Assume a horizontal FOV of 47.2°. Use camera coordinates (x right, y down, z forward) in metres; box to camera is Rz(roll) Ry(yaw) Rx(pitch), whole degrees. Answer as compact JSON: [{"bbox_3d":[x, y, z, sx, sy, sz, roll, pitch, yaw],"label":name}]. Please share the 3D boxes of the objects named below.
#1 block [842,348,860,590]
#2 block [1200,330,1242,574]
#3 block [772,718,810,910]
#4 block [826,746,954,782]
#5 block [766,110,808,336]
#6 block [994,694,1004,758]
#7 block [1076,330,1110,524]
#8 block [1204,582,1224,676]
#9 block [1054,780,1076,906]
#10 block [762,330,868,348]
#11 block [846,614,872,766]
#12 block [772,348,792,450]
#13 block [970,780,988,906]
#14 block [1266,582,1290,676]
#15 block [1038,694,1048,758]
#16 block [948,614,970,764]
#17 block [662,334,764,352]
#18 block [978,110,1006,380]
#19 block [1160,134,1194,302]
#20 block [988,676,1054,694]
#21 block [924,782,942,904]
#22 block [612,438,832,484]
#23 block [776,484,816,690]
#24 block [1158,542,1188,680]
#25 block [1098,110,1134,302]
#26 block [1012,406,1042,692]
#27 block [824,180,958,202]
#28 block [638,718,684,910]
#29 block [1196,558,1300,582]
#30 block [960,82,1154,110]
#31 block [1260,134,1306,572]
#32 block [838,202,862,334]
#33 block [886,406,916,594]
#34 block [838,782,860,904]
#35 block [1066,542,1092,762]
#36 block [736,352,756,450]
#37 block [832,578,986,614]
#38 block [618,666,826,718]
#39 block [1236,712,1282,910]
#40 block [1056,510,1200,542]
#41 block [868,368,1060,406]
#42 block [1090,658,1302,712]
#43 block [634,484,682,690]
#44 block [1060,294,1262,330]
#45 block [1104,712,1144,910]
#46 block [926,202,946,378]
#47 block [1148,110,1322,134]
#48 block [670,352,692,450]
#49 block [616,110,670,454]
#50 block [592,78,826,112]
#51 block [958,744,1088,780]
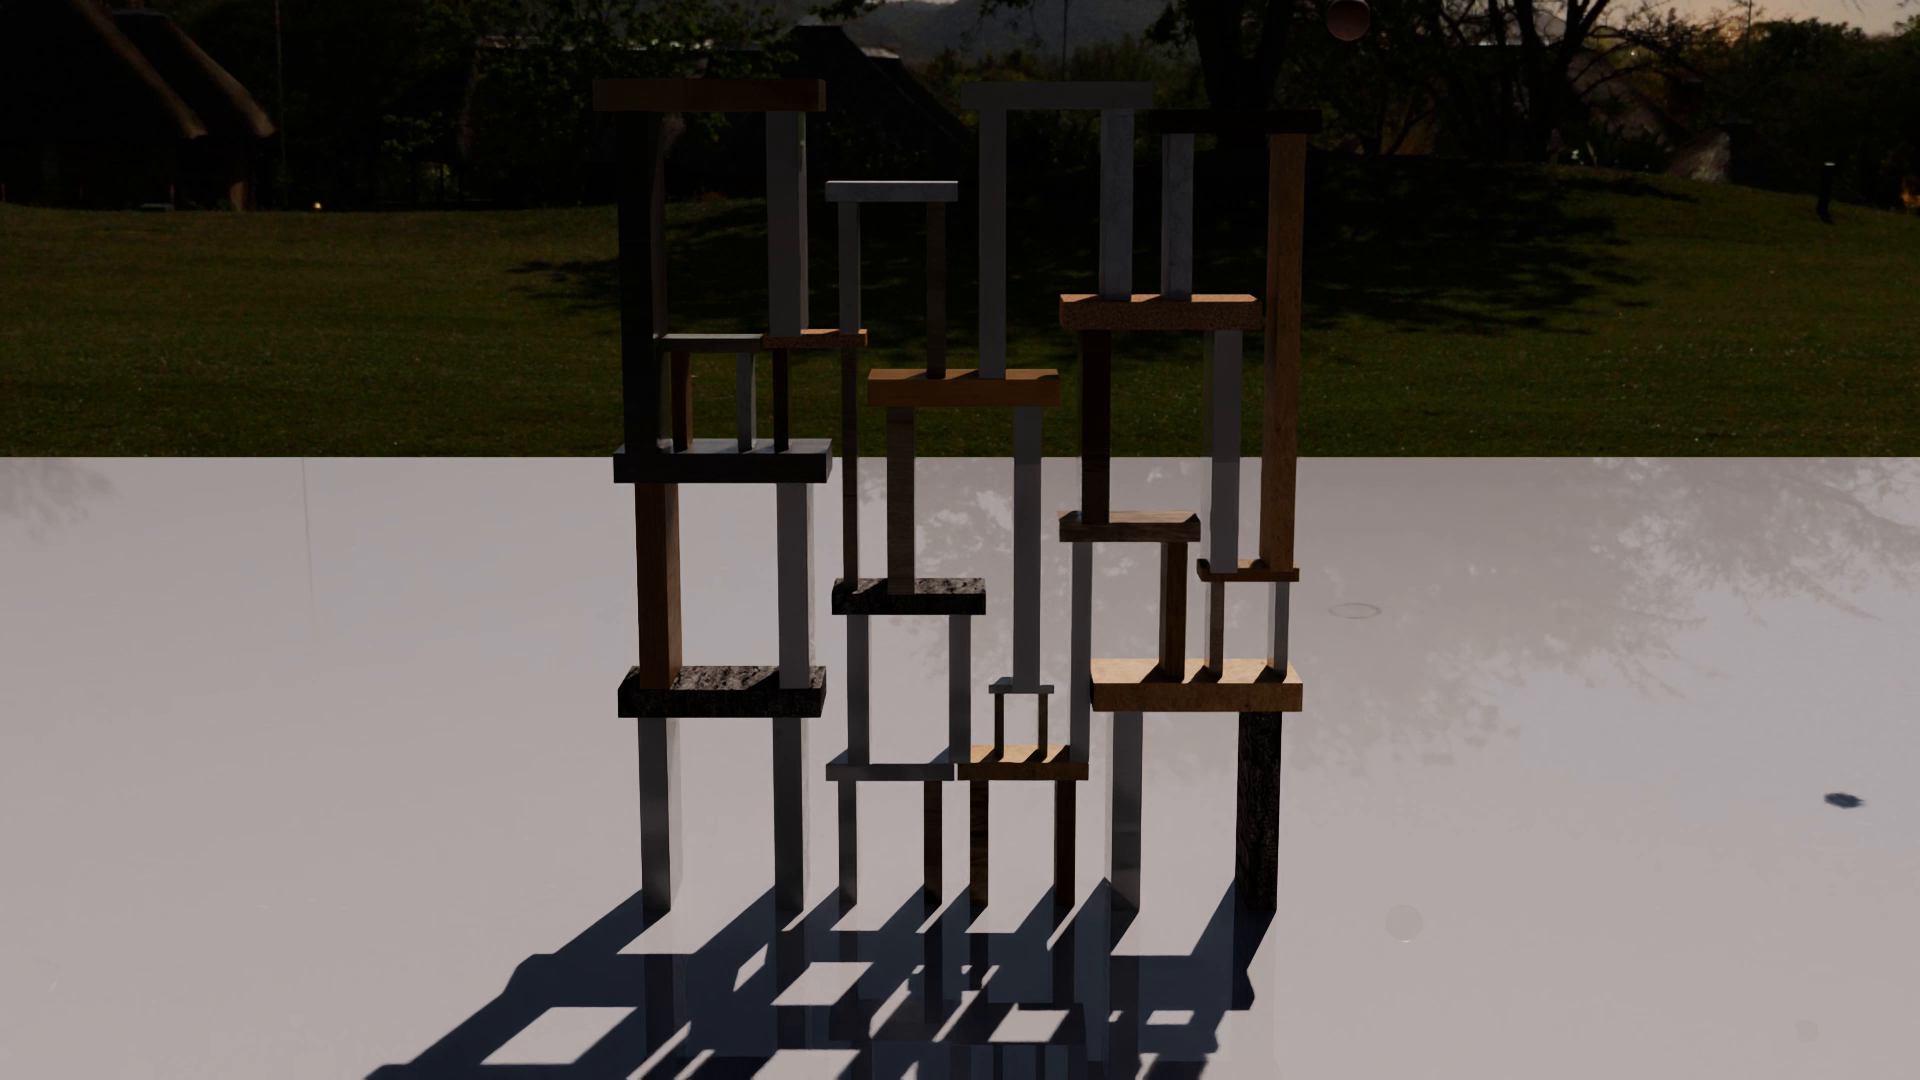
[{"bbox_3d":[-0.176,-0.119,3.543,0.023,0.389,0.081,0,11,0],"label":"block"},{"bbox_3d":[0.418,-0.151,3.530,0.044,0.386,0.154,0,11,0],"label":"block"},{"bbox_3d":[-0.278,0.430,3.640,0.046,0.325,0.162,0,11,0],"label":"block"},{"bbox_3d":[-0.114,0.369,3.631,0.210,0.030,0.105,0,11,0],"label":"block"},{"bbox_3d":[-0.271,-0.500,3.463,0.049,0.344,0.172,0,11,0],"label":"block"},{"bbox_3d":[0.064,0.298,3.615,0.015,0.107,0.054,0,11,0],"label":"block"},{"bbox_3d":[0.213,-0.189,3.522,0.044,0.308,0.154,0,11,0],"label":"block"},{"bbox_3d":[0.415,0.137,3.587,0.022,0.157,0.078,0,11,0],"label":"block"},{"bbox_3d":[0.173,0.486,3.646,0.030,0.213,0.107,0,11,0],"label":"block"},{"bbox_3d":[-0.230,-0.321,3.504,0.161,0.023,0.081,0,11,0],"label":"block"},{"bbox_3d":[-0.164,0.232,3.600,0.035,0.251,0.123,0,11,0],"label":"block"},{"bbox_3d":[-0.284,-0.231,3.521,0.023,0.161,0.081,0,11,0],"label":"block"},{"bbox_3d":[0.031,0.486,3.646,0.030,0.213,0.107,0,11,0],"label":"block"},{"bbox_3d":[0.519,0.137,3.588,0.022,0.157,0.078,0,11,0],"label":"block"},{"bbox_3d":[0.135,0.298,3.615,0.015,0.107,0.054,0,11,0],"label":"block"},{"bbox_3d":[0.000,0.230,3.599,0.035,0.247,0.123,0,10,0],"label":"block"},{"bbox_3d":[-0.393,-0.314,3.501,0.155,0.022,0.077,0,11,0],"label":"block"},{"bbox_3d":[0.051,-0.469,3.475,0.042,0.415,0.147,0,11,0],"label":"block"},{"bbox_3d":[0.342,-0.510,3.462,0.036,0.257,0.128,0,11,0],"label":"block"},{"bbox_3d":[0.100,0.238,3.604,0.107,0.015,0.054,0,11,0],"label":"block"},{"bbox_3d":[-0.044,0.486,3.653,0.030,0.210,0.105,0,11,0],"label":"block"},{"bbox_3d":[-0.378,-0.128,3.540,0.335,0.047,0.167,0,11,0],"label":"block"},{"bbox_3d":[-0.266,0.060,3.576,0.047,0.335,0.167,0,11,0],"label":"block"},{"bbox_3d":[0.346,0.104,3.578,0.032,0.225,0.113,0,11,0],"label":"block"},{"bbox_3d":[0.246,-0.529,3.465,0.042,0.293,0.147,0,11,0],"label":"block"},{"bbox_3d":[0.107,0.003,3.562,0.043,0.461,0.151,0,11,0],"label":"block"},{"bbox_3d":[-0.106,-0.548,3.458,0.206,0.029,0.103,0,11,0],"label":"block"},{"bbox_3d":[-0.495,0.430,3.639,0.046,0.325,0.162,0,11,0],"label":"block"},{"bbox_3d":[0.467,0.049,3.571,0.157,0.022,0.078,0,11,0],"label":"block"},{"bbox_3d":[0.148,-0.693,3.433,0.293,0.042,0.147,0,11,0],"label":"block"},{"bbox_3d":[0.512,-0.299,3.502,0.036,0.686,0.128,0,11,0],"label":"block"},{"bbox_3d":[-0.174,-0.433,3.479,0.029,0.206,0.103,0,11,0],"label":"block"},{"bbox_3d":[-0.094,-0.075,3.549,0.043,0.301,0.151,0,11,0],"label":"block"},{"bbox_3d":[-0.184,0.486,3.653,0.030,0.210,0.105,0,11,0],"label":"block"},{"bbox_3d":[0.195,0.172,3.590,0.032,0.364,0.112,0,11,0],"label":"block"},{"bbox_3d":[-0.342,-0.227,3.517,0.022,0.155,0.077,0,11,0],"label":"block"},{"bbox_3d":[-0.082,0.091,3.574,0.247,0.035,0.123,0,11,0],"label":"block"},{"bbox_3d":[-0.386,0.248,3.606,0.325,0.046,0.162,0,11,0],"label":"block"},{"bbox_3d":[0.493,0.425,3.640,0.047,0.335,0.167,0,11,0],"label":"block"},{"bbox_3d":[0.271,-0.023,3.554,0.225,0.032,0.113,0,11,0],"label":"block"},{"bbox_3d":[0.006,-0.244,3.517,0.302,0.043,0.151,0,11,0],"label":"block"},{"bbox_3d":[0.381,0.237,3.605,0.335,0.047,0.167,0,11,0],"label":"block"},{"bbox_3d":[-0.489,0.060,3.576,0.047,0.335,0.167,0,11,0],"label":"block"},{"bbox_3d":[0.315,-0.362,3.490,0.308,0.044,0.154,0,11,0],"label":"block"},{"bbox_3d":[0.270,0.425,3.640,0.047,0.335,0.167,0,11,0],"label":"block"},{"bbox_3d":[-0.037,-0.399,3.485,0.029,0.274,0.103,0,11,0],"label":"block"},{"bbox_3d":[0.427,-0.653,3.434,0.257,0.036,0.128,0,11,0],"label":"block"},{"bbox_3d":[-0.445,-0.227,3.518,0.022,0.155,0.077,0,11,0],"label":"block"},{"bbox_3d":[-0.500,-0.410,3.481,0.049,0.528,0.172,0,11,0],"label":"block"},{"bbox_3d":[-0.386,-0.693,3.428,0.344,0.049,0.172,0,11,0],"label":"block"},{"bbox_3d":[0.102,0.366,3.624,0.213,0.030,0.107,0,11,0],"label":"block"}]
